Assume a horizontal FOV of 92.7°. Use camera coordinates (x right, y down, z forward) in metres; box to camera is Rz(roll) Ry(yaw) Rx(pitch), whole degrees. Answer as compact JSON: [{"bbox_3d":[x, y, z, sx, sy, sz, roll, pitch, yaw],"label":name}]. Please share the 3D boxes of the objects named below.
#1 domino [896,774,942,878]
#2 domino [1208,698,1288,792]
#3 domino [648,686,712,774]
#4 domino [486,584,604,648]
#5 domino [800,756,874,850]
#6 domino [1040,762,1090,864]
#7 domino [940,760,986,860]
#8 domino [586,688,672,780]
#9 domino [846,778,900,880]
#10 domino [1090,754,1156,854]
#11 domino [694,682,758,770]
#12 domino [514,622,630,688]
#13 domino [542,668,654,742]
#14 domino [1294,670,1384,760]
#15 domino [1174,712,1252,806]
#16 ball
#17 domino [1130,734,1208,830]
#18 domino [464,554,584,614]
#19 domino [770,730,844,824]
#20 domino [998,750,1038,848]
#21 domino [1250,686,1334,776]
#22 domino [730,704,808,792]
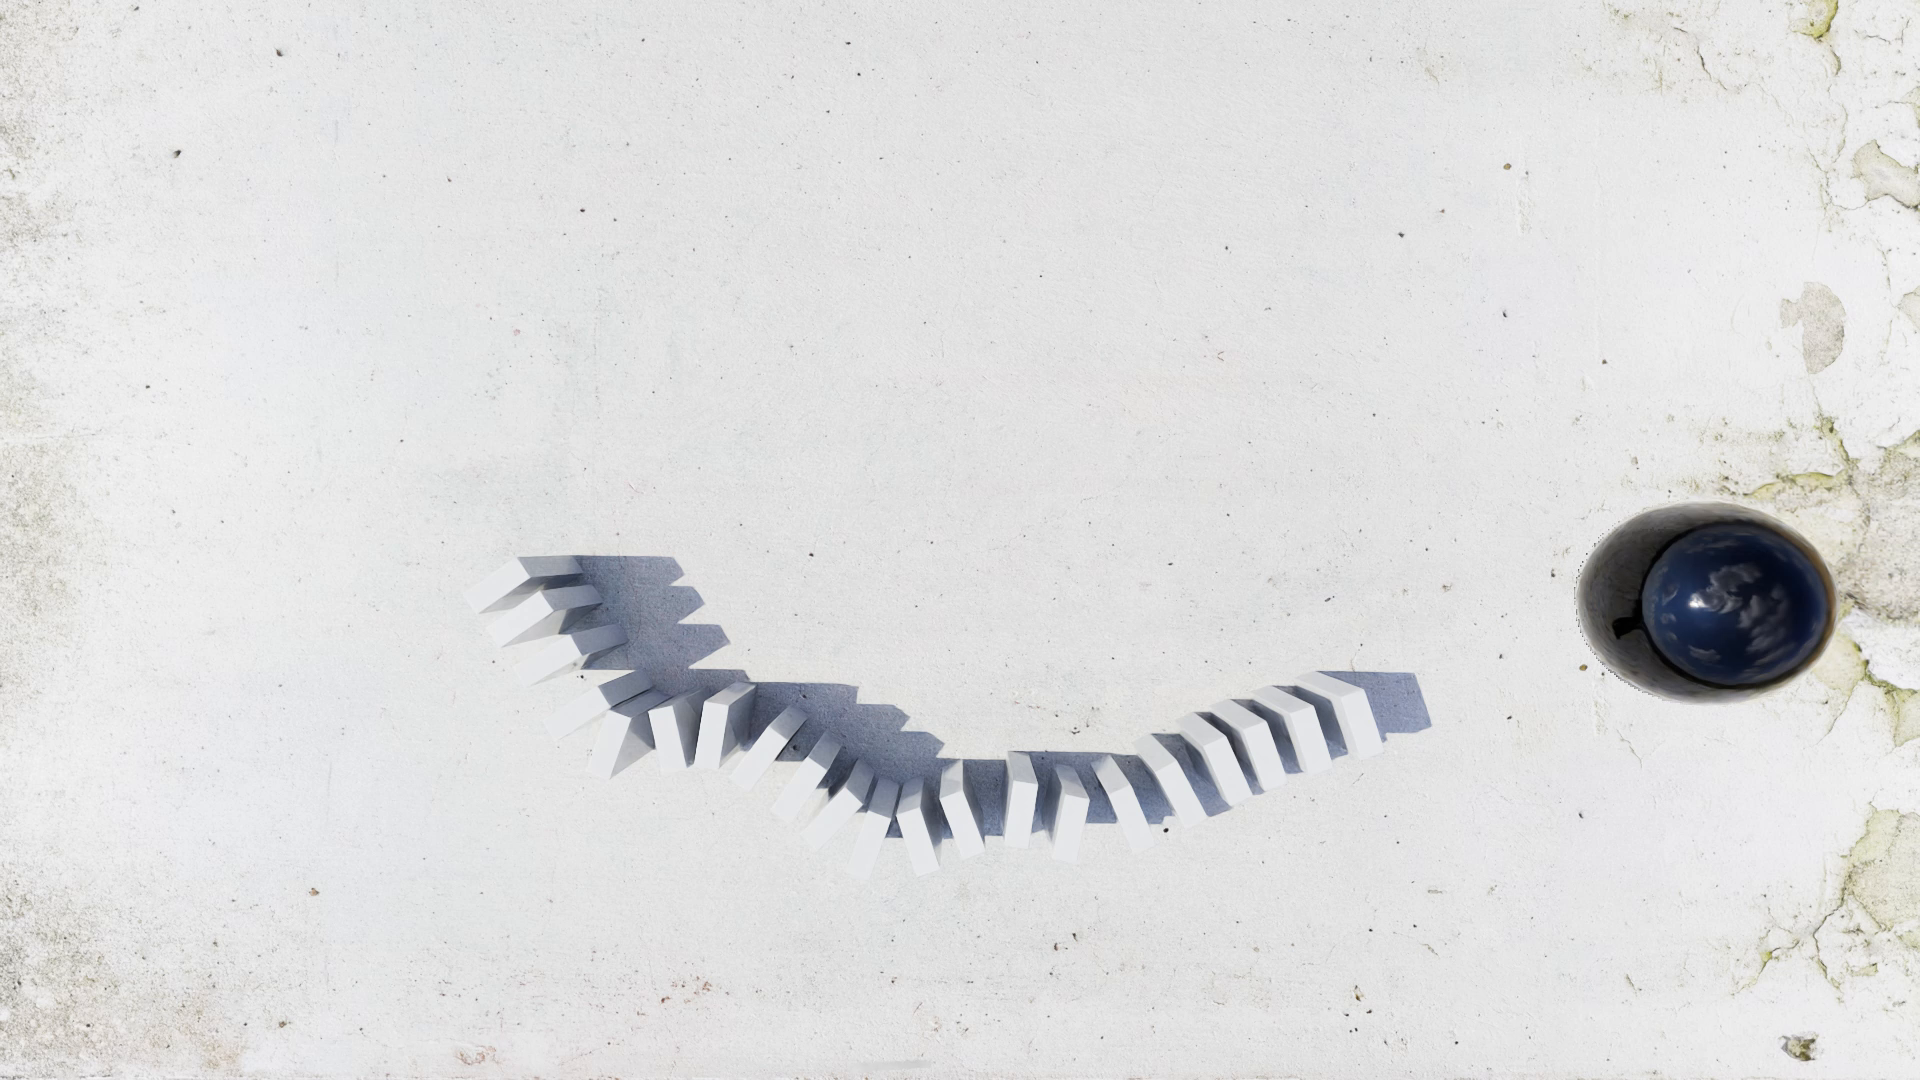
[{"bbox_3d":[-0.016,0.116,0.375,0.009,0.050,0.025,-18,90,0],"label":"domino"},{"bbox_3d":[0.117,0.083,0.375,0.010,0.050,0.025,-20,90,0],"label":"domino"},{"bbox_3d":[-0.112,0.077,0.375,0.010,0.050,0.025,-13,90,0],"label":"domino"},{"bbox_3d":[-0.168,0.030,0.375,0.025,0.050,0.009,-35,90,0],"label":"domino"},{"bbox_3d":[-0.049,0.107,0.375,0.010,0.050,0.025,44,90,0],"label":"domino"},{"bbox_3d":[0.042,0.110,0.375,0.009,0.050,0.025,12,90,0],"label":"domino"},{"bbox_3d":[0.001,0.109,0.375,0.010,0.050,0.025,-21,90,0],"label":"domino"},{"bbox_3d":[-0.134,0.078,0.375,0.009,0.050,0.025,20,90,0],"label":"domino"},{"bbox_3d":[-0.035,0.117,0.375,0.009,0.050,0.025,20,90,0],"label":"domino"},{"bbox_3d":[0.066,0.107,0.375,0.009,0.050,0.025,-23,90,0],"label":"domino"},{"bbox_3d":[-0.095,0.075,0.375,0.009,0.050,0.025,9,90,0],"label":"domino"},{"bbox_3d":[-0.158,0.046,0.375,0.025,0.050,0.009,-30,90,0],"label":"domino"},{"bbox_3d":[-0.147,0.066,0.375,0.025,0.050,0.009,-32,90,0],"label":"domino"},{"bbox_3d":[0.154,0.070,0.375,0.009,0.050,0.025,-19,90,0],"label":"domino"},{"bbox_3d":[0.102,0.088,0.375,0.009,0.050,0.025,-24,90,0],"label":"domino"},{"bbox_3d":[0.290,0.025,0.360,0.080,0.080,0.080,0,90,0],"label":"ball"},{"bbox_3d":[0.085,0.097,0.375,0.010,0.050,0.025,-29,90,0],"label":"domino"},{"bbox_3d":[-0.177,0.017,0.375,0.025,0.050,0.009,-35,90,0],"label":"domino"},{"bbox_3d":[-0.062,0.096,0.375,0.010,0.050,0.025,35,90,0],"label":"domino"},{"bbox_3d":[0.023,0.105,0.375,0.009,0.050,0.025,9,90,0],"label":"domino"},{"bbox_3d":[0.134,0.077,0.375,0.009,0.050,0.025,-18,90,0],"label":"domino"},{"bbox_3d":[-0.077,0.084,0.375,0.009,0.050,0.025,37,90,0],"label":"domino"}]
